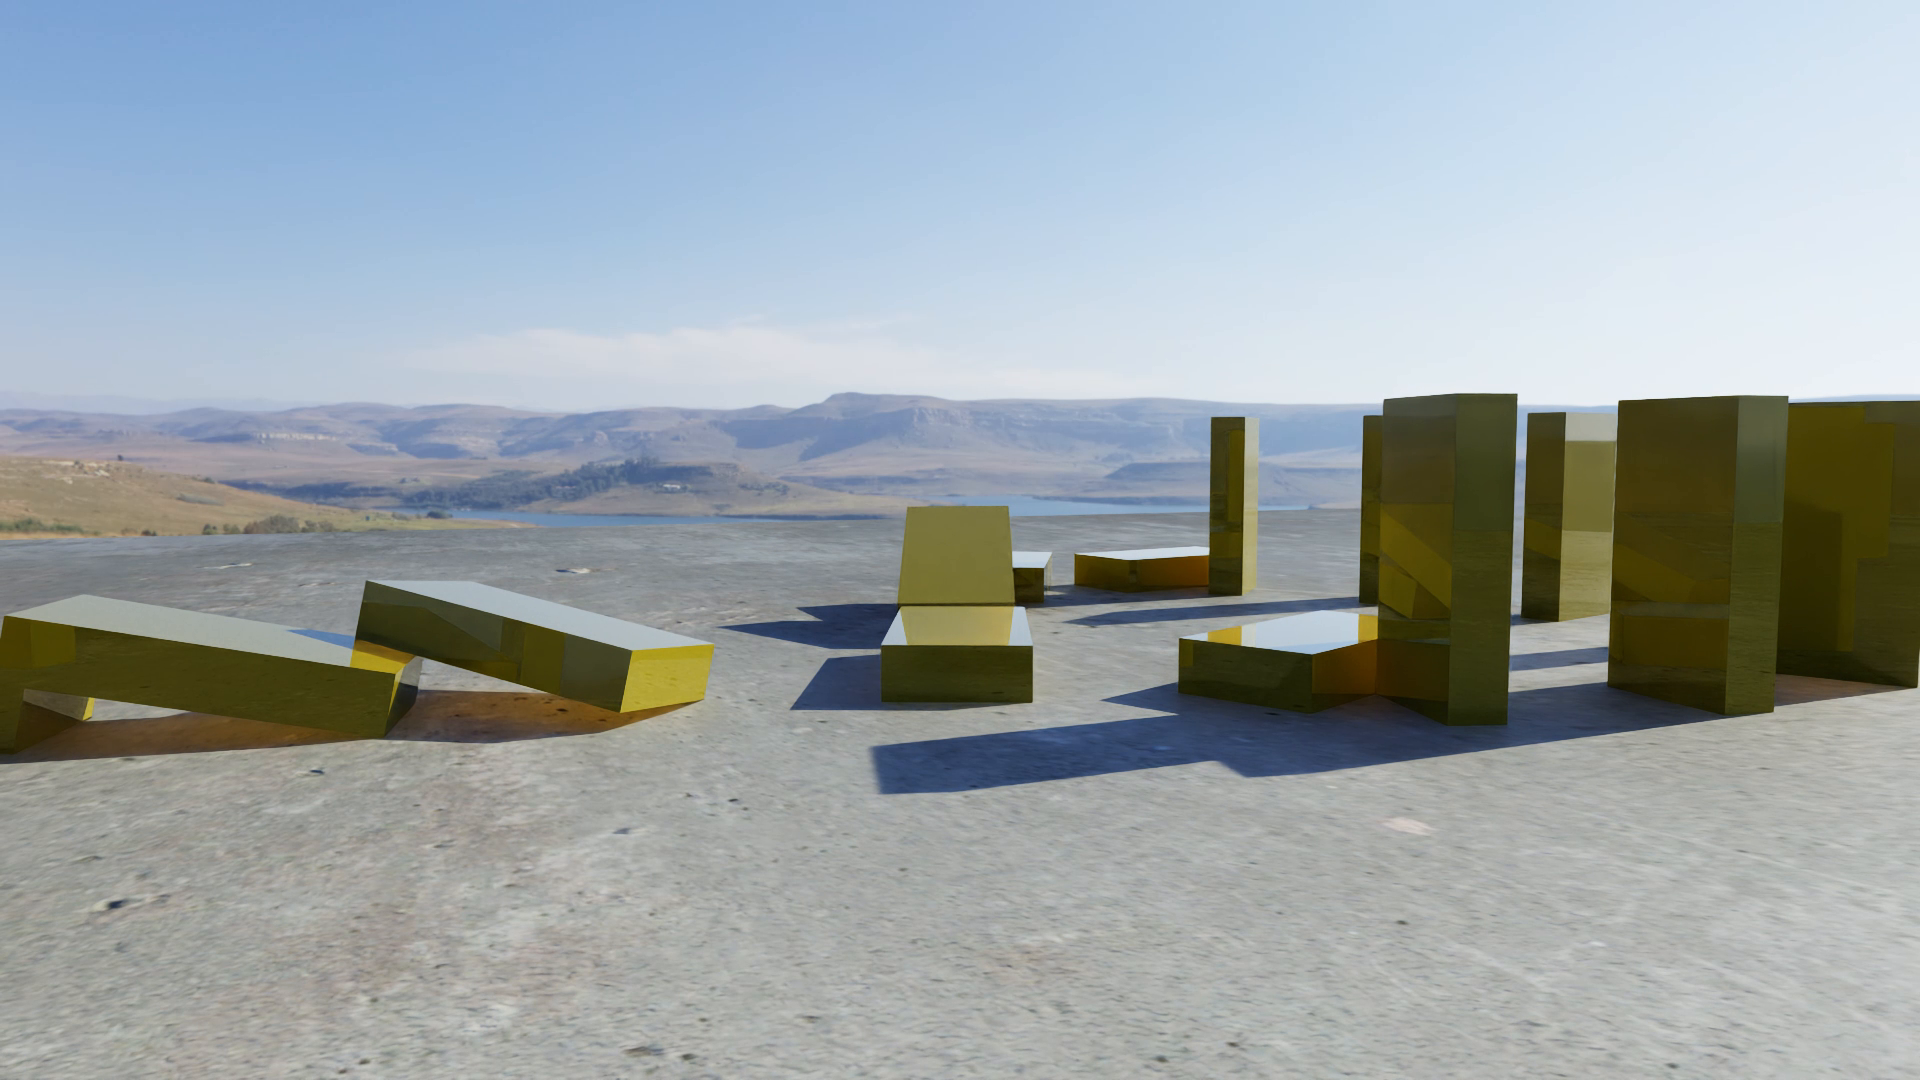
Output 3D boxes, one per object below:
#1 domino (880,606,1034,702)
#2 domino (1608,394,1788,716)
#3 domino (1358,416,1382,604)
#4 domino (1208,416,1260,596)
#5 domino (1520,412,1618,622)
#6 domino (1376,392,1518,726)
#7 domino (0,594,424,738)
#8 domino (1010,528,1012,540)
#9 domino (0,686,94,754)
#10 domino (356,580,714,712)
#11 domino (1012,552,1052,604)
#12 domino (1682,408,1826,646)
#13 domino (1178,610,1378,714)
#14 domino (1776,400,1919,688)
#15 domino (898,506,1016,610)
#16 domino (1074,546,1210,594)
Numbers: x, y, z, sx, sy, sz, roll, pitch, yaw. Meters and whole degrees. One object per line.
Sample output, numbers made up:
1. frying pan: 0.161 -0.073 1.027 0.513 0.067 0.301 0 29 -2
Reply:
1. domino: 0.000 0.020 0.236 0.025 0.010 0.050 0 4 1
2. domino: 0.121 0.002 0.213 0.010 0.050 0.025 -1 4 -14
3. domino: 0.118 -0.009 0.349 0.009 0.050 0.025 3 5 39
4. domino: 0.079 -0.010 0.371 0.010 0.050 0.025 2 5 22
5. domino: 0.150 -0.006 0.316 0.025 0.050 0.010 -3 5 -37
6. domino: 0.077 0.002 0.205 0.009 0.050 0.025 0 4 -6
7. domino: -0.109 0.019 0.192 0.050 0.009 0.025 11 2 -14
8. domino: 0.001 0.008 0.323 0.025 0.010 0.050 0 17 2
9. domino: -0.155 0.019 0.182 0.050 0.009 0.025 11 2 -14
10. domino: -0.069 0.017 0.209 0.050 0.009 0.025 12 2 18
11. domino: 0.013 0.010 0.369 0.025 0.010 0.050 0 4 7
12. domino: 0.171 -0.003 0.276 0.025 0.050 0.010 -1 4 -14
13. domino: 0.064 0.021 0.229 0.025 0.010 0.050 4 6 44
14. domino: 0.161 0.000 0.234 0.025 0.050 0.009 4 6 42
15. domino: -0.001 0.007 0.296 0.025 0.009 0.050 0 26 1
16. domino: 0.062 0.009 0.390 0.050 0.010 0.025 -3 5 -33
